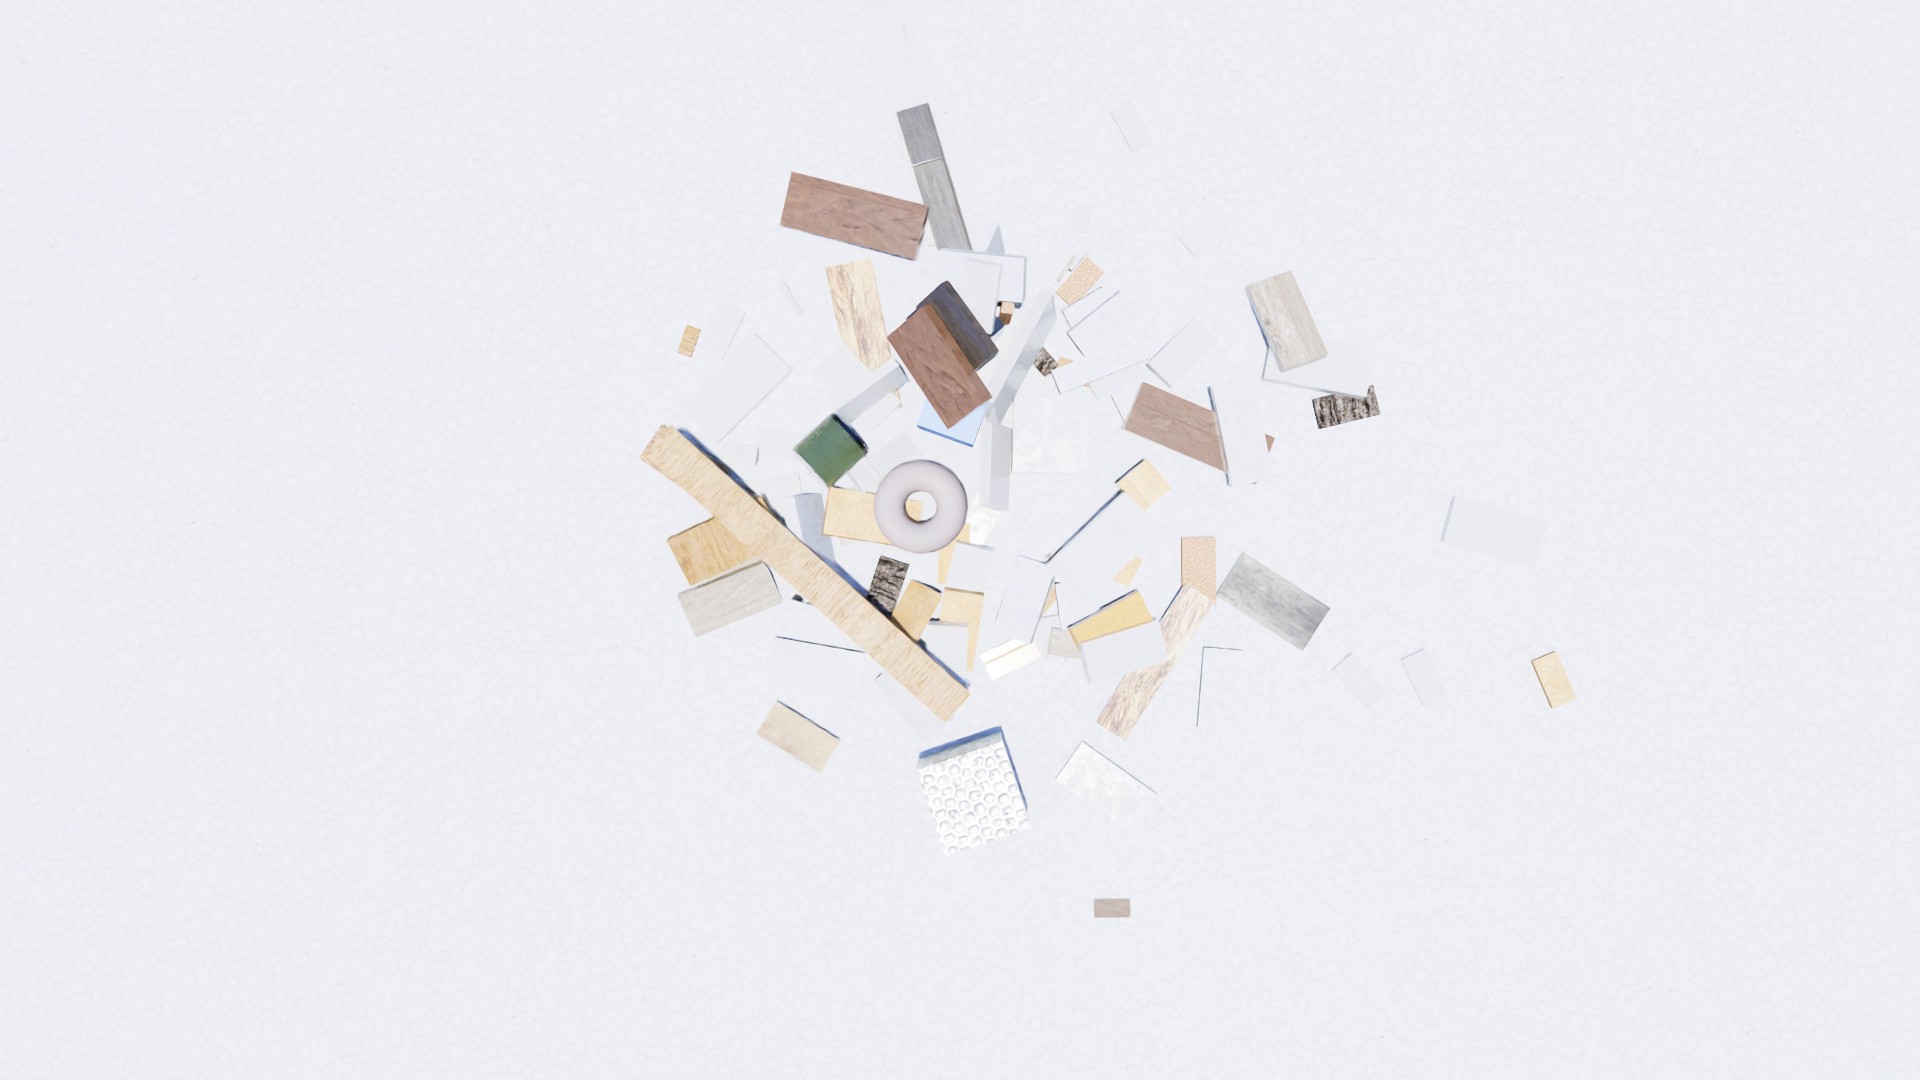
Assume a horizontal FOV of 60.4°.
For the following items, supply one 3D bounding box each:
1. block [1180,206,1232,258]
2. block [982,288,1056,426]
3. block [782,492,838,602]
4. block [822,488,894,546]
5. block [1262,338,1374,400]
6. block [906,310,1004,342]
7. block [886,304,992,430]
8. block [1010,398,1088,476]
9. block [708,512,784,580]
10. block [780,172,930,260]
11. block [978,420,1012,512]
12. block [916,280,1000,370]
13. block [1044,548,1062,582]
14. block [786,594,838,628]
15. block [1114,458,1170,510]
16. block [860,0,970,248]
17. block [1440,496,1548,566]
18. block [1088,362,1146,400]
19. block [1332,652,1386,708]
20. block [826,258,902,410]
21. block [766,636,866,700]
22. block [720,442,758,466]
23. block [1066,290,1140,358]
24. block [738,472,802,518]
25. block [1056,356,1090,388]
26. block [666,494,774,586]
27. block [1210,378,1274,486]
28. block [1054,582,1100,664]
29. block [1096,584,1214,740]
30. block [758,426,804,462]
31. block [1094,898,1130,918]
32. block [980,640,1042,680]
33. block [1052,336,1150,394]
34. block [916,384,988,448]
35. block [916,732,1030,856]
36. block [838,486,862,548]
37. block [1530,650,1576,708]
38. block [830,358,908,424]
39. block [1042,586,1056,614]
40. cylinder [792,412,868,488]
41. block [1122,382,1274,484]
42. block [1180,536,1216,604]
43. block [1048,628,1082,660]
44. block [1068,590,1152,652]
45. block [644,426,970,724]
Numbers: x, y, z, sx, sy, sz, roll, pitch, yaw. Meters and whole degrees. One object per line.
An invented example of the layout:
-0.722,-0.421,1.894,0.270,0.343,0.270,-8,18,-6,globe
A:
0.818,-1.024,5.488,0.163,0.023,0.081,-40,90,0,block
0.194,-0.592,5.354,0.044,0.156,0.441,22,71,17,block
-0.485,0.023,5.412,0.049,0.172,0.345,-12,90,26,block
-0.289,-0.072,5.444,0.310,0.044,0.155,9,85,-10,block
1.187,-0.582,5.459,0.338,0.048,0.169,11,84,3,block
-0.015,-0.697,5.387,0.226,0.226,0.226,-41,90,0,block
-0.066,-0.549,5.234,0.178,0.050,0.356,-35,88,36,block
0.289,-0.335,5.381,0.237,0.237,0.237,1,90,0,block
-0.718,0.023,5.459,0.300,0.039,0.137,-21,105,2,block
-0.348,-1.070,5.436,0.466,0.050,0.178,15,101,5,block
0.116,-0.242,5.410,0.039,0.138,0.276,-2,80,29,block
-0.009,-0.668,5.214,0.138,0.039,0.276,-36,90,40,block
0.359,0.133,5.490,0.071,0.020,0.212,-28,90,0,block
-0.410,0.250,5.422,0.306,0.153,0.043,17,95,0,block
0.602,-0.178,5.437,0.125,0.125,0.125,-40,90,0,block
-0.218,-1.637,5.480,0.138,0.039,1.338,-16,90,0,block
1.771,-0.029,5.478,0.312,0.044,0.156,15,90,0,block
0.521,-0.538,5.481,0.185,0.018,0.064,-30,90,-6,block
1.328,0.467,5.488,0.086,0.024,0.172,-42,90,0,block
-0.319,-0.670,5.478,0.155,0.044,0.504,-12,90,0,block
-0.476,0.424,5.478,0.306,0.043,0.153,10,90,0,block
-0.731,-0.286,5.478,0.121,0.017,0.061,8,90,13,block
0.475,-0.713,5.469,0.225,0.032,0.113,-38,106,0,block
-0.661,-0.133,5.481,0.274,0.039,0.137,-10,90,0,block
0.382,-0.560,5.491,0.129,0.018,0.064,20,90,0,block
-0.765,0.001,5.405,0.345,0.049,0.172,-25,104,3,block
0.926,-0.354,5.423,0.138,0.039,0.337,-12,93,-4,block
0.398,0.265,5.464,0.133,0.038,0.269,-9,96,-2,block
0.646,0.403,5.466,0.113,0.032,0.548,32,94,0,block
-0.585,-0.317,5.488,0.173,0.024,0.086,12,90,0,block
0.506,1.225,5.491,0.121,0.017,0.061,-1,90,0,block
0.170,0.385,5.487,0.184,0.026,0.092,-25,90,0,block
0.464,-0.580,5.457,0.323,0.023,0.081,-22,89,-6,block
-0.017,-0.431,5.403,0.194,0.194,0.194,20,90,0,block
0.043,0.819,5.357,0.286,0.286,0.286,-19,90,0,block
-0.373,-0.077,5.471,0.092,0.026,0.184,-15,89,-2,block
1.975,0.465,5.488,0.086,0.024,0.172,-23,90,0,block
-0.293,-0.482,5.352,0.249,0.125,0.035,-36,69,0,block
0.264,0.210,5.490,0.071,0.020,0.141,43,90,0,block
-0.428,-0.292,5.402,0.177,0.177,0.177,-44,90,-7,cylinder
0.788,-0.352,5.456,0.478,0.048,0.169,22,90,-5,block
0.793,0.103,5.484,0.113,0.032,0.225,0,90,0,block
0.383,0.346,5.440,0.173,0.024,0.086,9,95,-4,block
0.500,0.288,5.417,0.266,0.038,0.133,-28,98,-14,block
-0.488,0.111,5.306,1.294,0.035,0.125,42,88,-1,block
